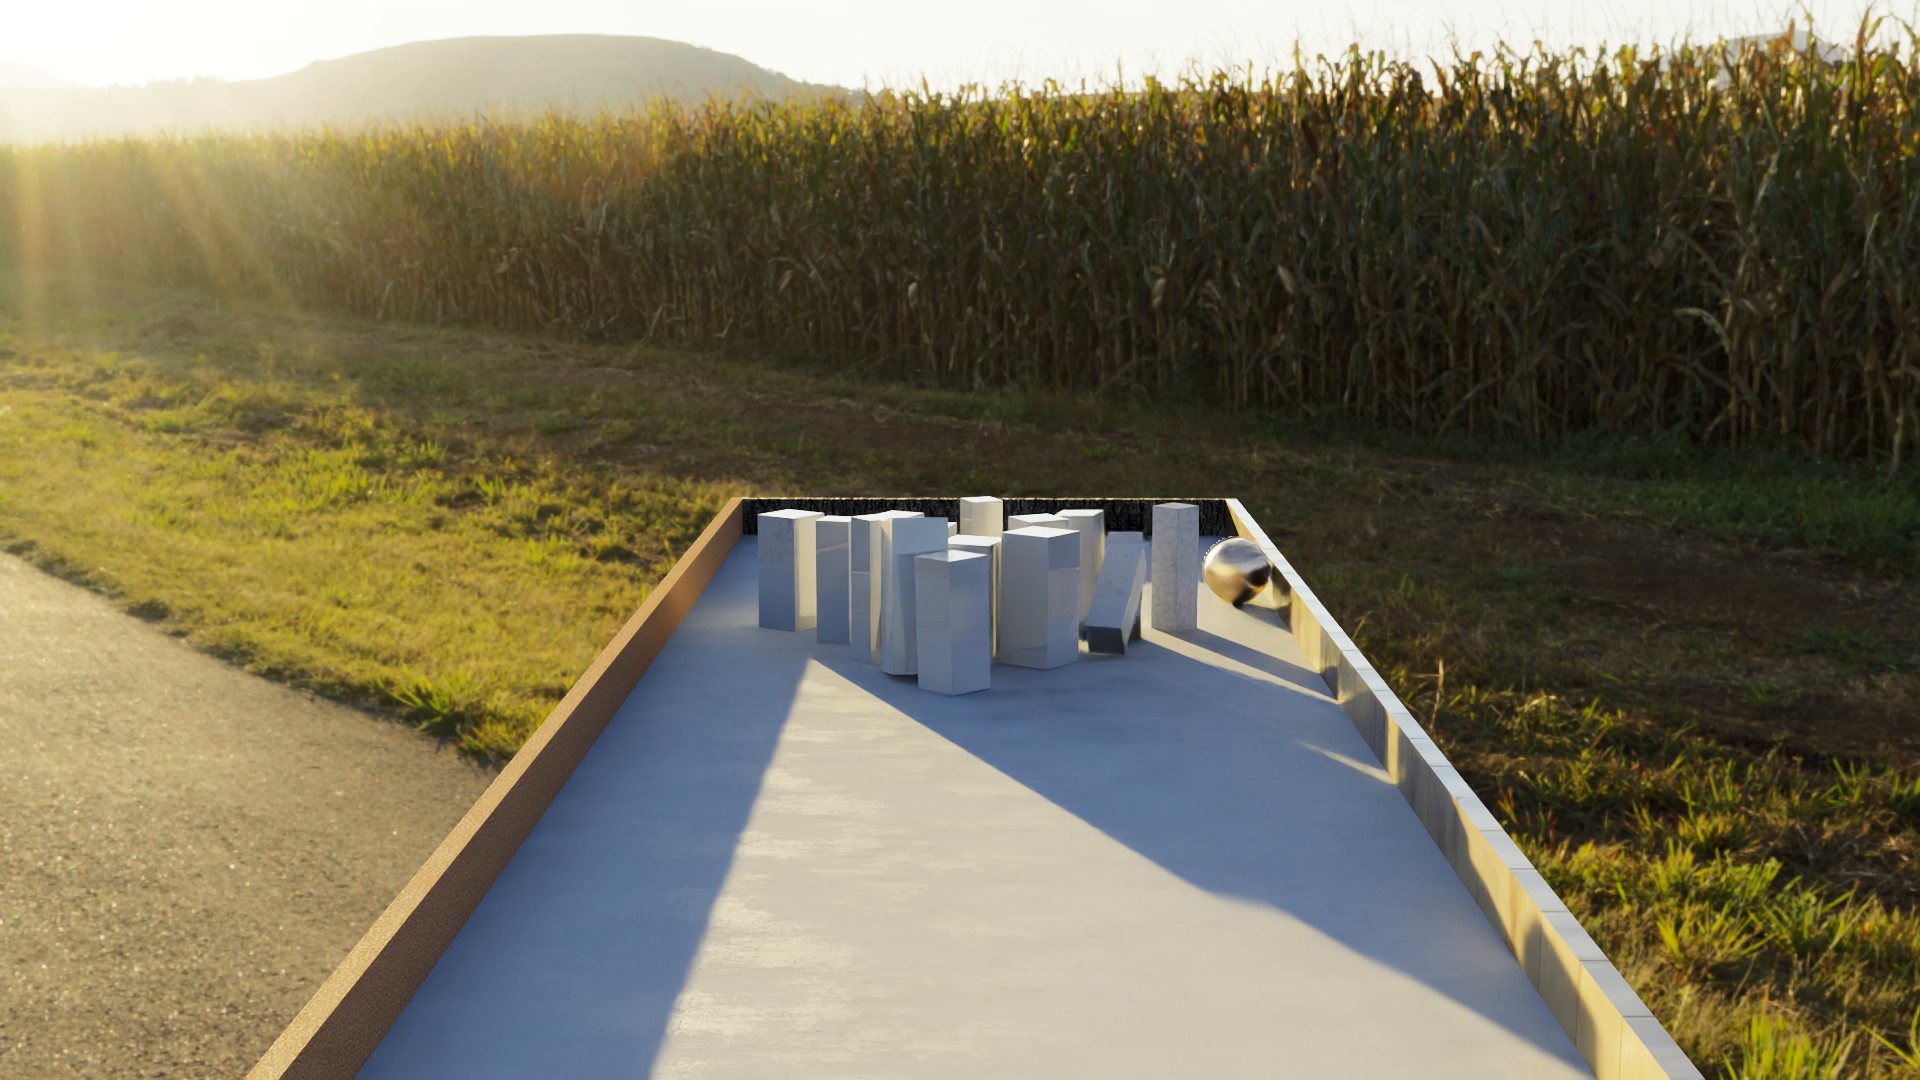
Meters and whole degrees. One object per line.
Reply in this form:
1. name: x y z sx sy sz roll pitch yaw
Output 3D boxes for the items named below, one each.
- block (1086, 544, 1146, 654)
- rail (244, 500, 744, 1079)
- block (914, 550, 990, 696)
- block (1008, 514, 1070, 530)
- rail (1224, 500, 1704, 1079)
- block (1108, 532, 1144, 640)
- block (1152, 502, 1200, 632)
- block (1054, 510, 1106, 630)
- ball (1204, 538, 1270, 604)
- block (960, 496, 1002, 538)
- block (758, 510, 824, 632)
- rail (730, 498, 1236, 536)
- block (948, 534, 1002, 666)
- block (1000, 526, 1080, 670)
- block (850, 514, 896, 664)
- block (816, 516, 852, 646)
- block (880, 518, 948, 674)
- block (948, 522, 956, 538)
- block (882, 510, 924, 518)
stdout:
1. block: 0.491 0.182 6.897 0.113 0.113 0.380 3 42 16
2. rail: -1.004 0.839 3.234 0.050 0.150 12.000 0 9 1
3. block: -0.021 0.235 6.283 0.147 0.385 0.147 -9 12 -41
4. block: 0.248 0.125 6.956 0.142 0.395 0.142 -4 10 -26
5. rail: 1.046 0.843 3.208 0.050 0.150 12.000 0 9 1
6. block: 0.531 0.145 7.112 0.115 0.115 0.387 1 42 5
7. block: 0.700 0.088 7.163 0.106 0.404 0.106 -9 13 -44
8. block: 0.393 0.096 7.186 0.137 0.374 0.137 0 9 18
9. ball: 0.960 0.107 7.615 0.226 0.226 0.226 0 9 0
10. block: 0.069 0.076 7.178 0.106 0.422 0.106 -3 10 -21
11. block: -0.551 0.098 7.199 0.154 0.372 0.154 6 11 35
12. rail: 0.099 -0.098 9.147 2.100 0.150 0.050 0 9 1
13. block: 0.038 0.182 6.685 0.168 0.368 0.168 4 10 22
14. block: 0.242 0.172 6.642 0.170 0.399 0.170 7 10 36
15. block: -0.257 0.148 6.676 0.106 0.439 0.106 -6 11 -34
16. block: -0.385 0.127 6.957 0.109 0.392 0.109 3 9 16
17. block: -0.134 0.161 6.466 0.167 0.455 0.167 0 1 -13
18. block: -0.099 0.140 6.916 0.144 0.379 0.144 3 9 16
19. block: -0.201 0.099 7.195 0.123 0.372 0.123 5 10 29
